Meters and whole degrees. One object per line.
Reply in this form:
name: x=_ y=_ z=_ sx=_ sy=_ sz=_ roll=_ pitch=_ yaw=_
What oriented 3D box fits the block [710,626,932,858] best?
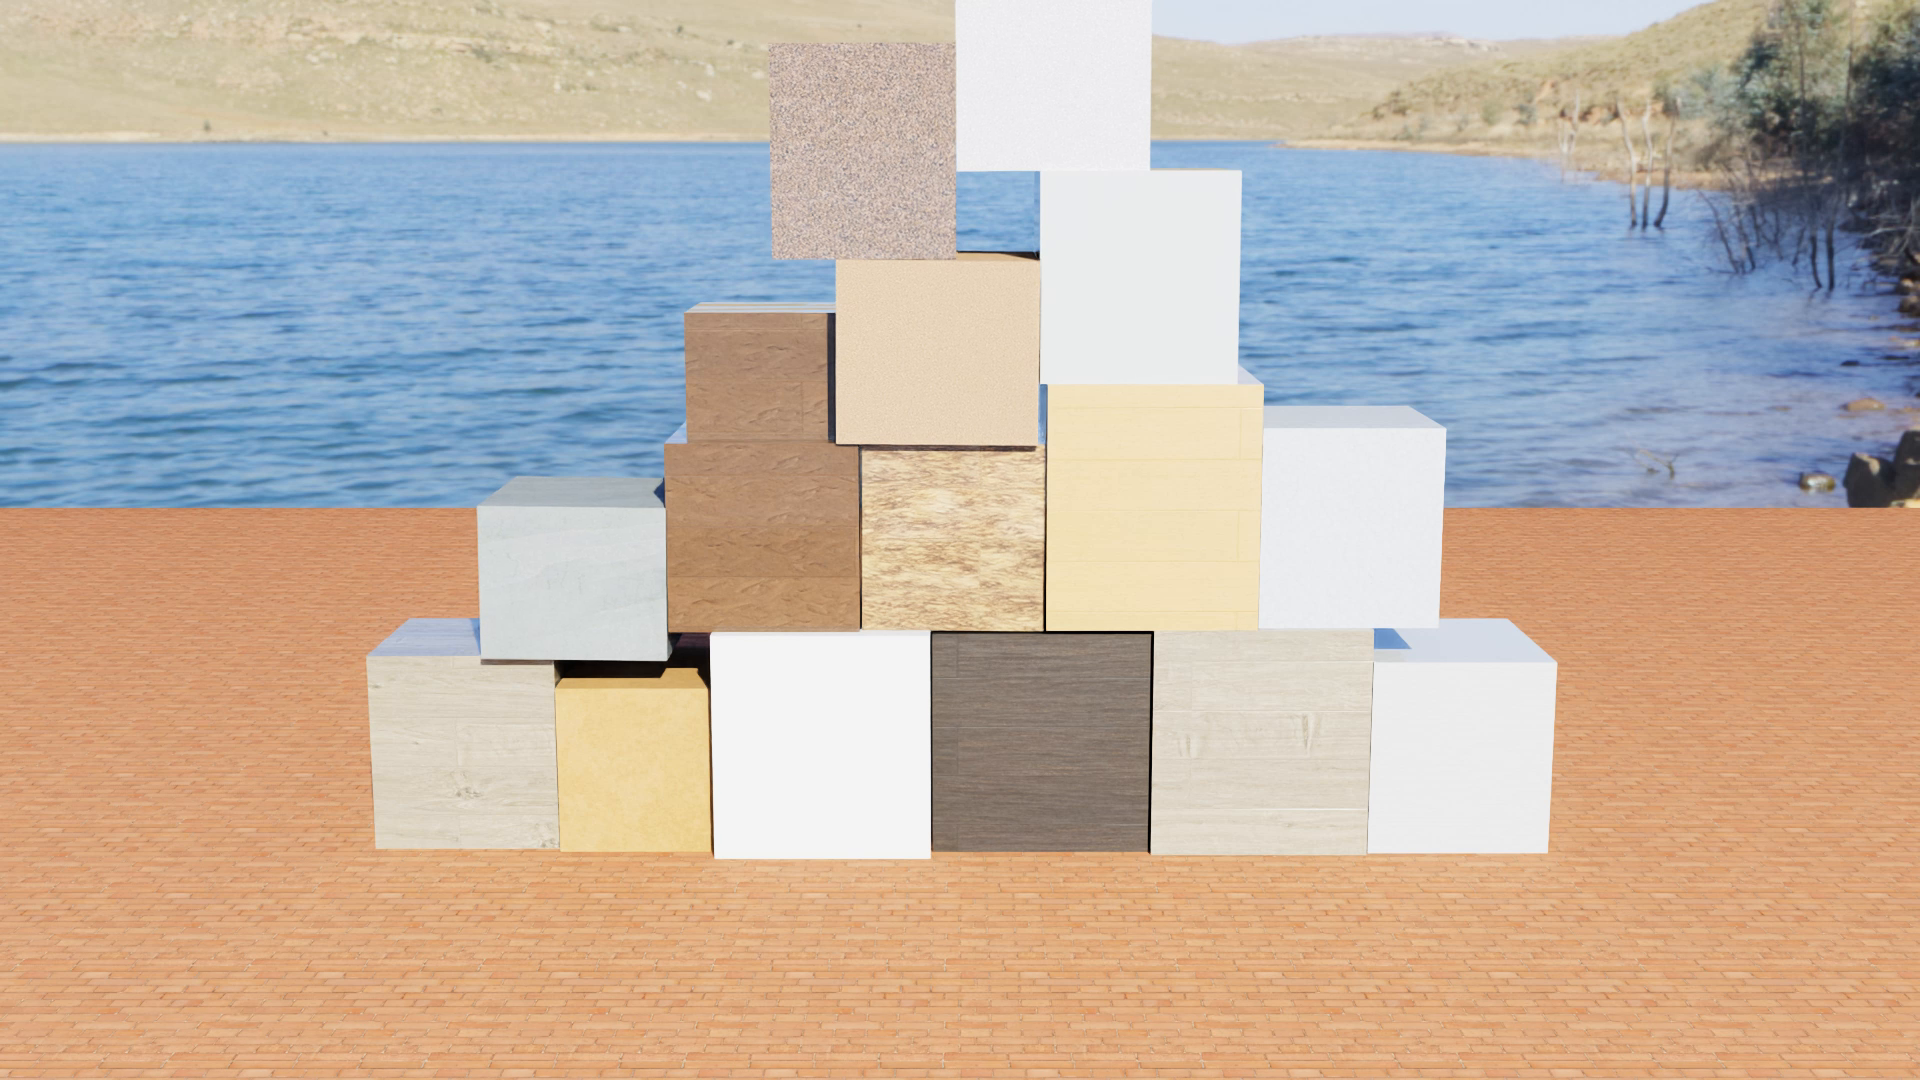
block: x=-0.680 y=0.918 z=11.363 sx=1.069 sy=1.129 sz=1.172 roll=0 pitch=10 yaw=0

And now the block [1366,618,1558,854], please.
block: x=2.483 y=0.992 z=11.379 sx=0.900 sy=0.977 sz=1.004 roll=0 pitch=10 yaw=0

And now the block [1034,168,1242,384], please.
block: x=0.858 y=-1.329 z=10.927 sx=0.951 sy=1.010 sz=0.895 roll=0 pitch=10 yaw=0

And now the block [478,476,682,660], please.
block: x=-1.888 y=0.128 z=11.194 sx=0.912 sy=0.760 sz=0.960 roll=1 pitch=10 yaw=0

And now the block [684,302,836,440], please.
block: x=-0.971 y=-0.859 z=11.037 sx=0.730 sy=0.617 sz=0.694 roll=0 pitch=10 yaw=0

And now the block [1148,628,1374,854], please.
block: x=1.486 y=0.915 z=11.337 sx=1.073 sy=1.143 sz=1.006 roll=0 pitch=10 yaw=0

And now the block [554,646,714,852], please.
block: x=-1.611 y=1.064 z=11.369 sx=0.773 sy=0.839 sz=0.915 roll=0 pitch=10 yaw=0

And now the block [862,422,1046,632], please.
block: x=-0.030 y=-0.089 z=11.159 sx=0.893 sy=0.926 sz=0.877 roll=1 pitch=10 yaw=0

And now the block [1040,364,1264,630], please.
block: x=0.938 y=-0.239 z=11.125 sx=1.034 sy=1.205 sz=0.990 roll=0 pitch=10 yaw=0

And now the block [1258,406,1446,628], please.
block: x=1.908 y=-0.136 z=11.163 sx=0.883 sy=0.987 sz=0.920 roll=0 pitch=10 yaw=0

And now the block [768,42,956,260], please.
block: x=-0.458 y=-1.914 z=10.829 sx=0.880 sy=1.010 sz=0.853 roll=0 pitch=10 yaw=0

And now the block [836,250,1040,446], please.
block: x=-0.107 y=-0.979 z=10.985 sx=0.970 sy=0.878 sz=0.993 roll=0 pitch=10 yaw=0

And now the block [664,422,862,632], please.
block: x=-0.959 y=-0.095 z=11.170 sx=0.937 sy=0.933 sz=0.988 roll=0 pitch=10 yaw=0

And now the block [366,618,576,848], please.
block: x=-2.470 y=0.984 z=11.378 sx=0.925 sy=0.993 sz=0.867 roll=0 pitch=10 yaw=0

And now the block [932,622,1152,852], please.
block: x=0.402 y=0.925 z=11.367 sx=1.075 sy=1.114 sz=0.965 roll=0 pitch=10 yaw=0

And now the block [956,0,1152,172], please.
block: x=0.440 y=-2.325 z=10.760 sx=0.919 sy=1.011 sz=0.829 roll=0 pitch=10 yaw=0
